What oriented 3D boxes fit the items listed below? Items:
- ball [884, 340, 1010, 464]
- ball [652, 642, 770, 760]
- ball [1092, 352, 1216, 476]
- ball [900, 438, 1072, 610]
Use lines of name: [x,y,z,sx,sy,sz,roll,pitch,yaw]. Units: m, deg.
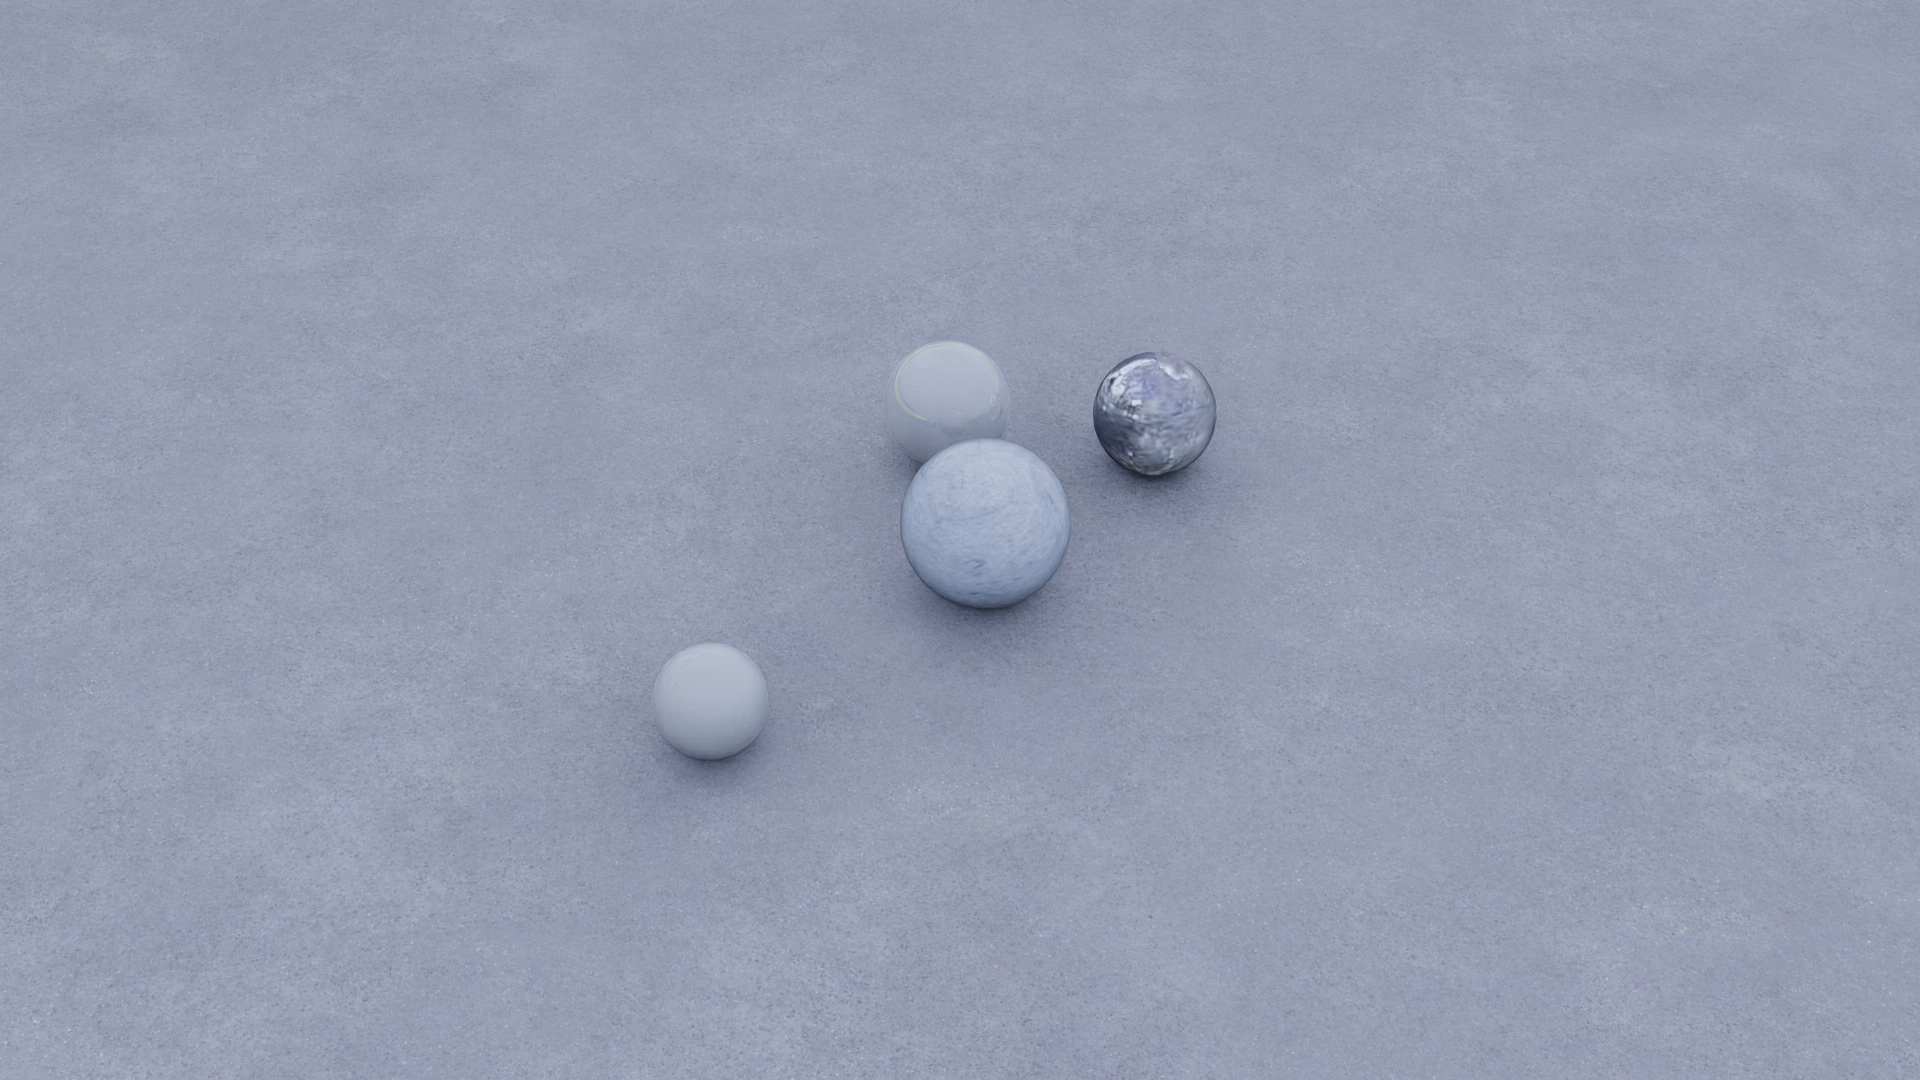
ball: [-0.008,-0.085,1.611,0.080,0.080,0.080,0,37,0]
ball: [-0.136,0.087,1.394,0.064,0.064,0.064,0,37,0]
ball: [0.122,-0.079,1.605,0.078,0.078,0.078,0,37,0]
ball: [0.015,-0.010,1.494,0.100,0.100,0.100,0,37,0]
